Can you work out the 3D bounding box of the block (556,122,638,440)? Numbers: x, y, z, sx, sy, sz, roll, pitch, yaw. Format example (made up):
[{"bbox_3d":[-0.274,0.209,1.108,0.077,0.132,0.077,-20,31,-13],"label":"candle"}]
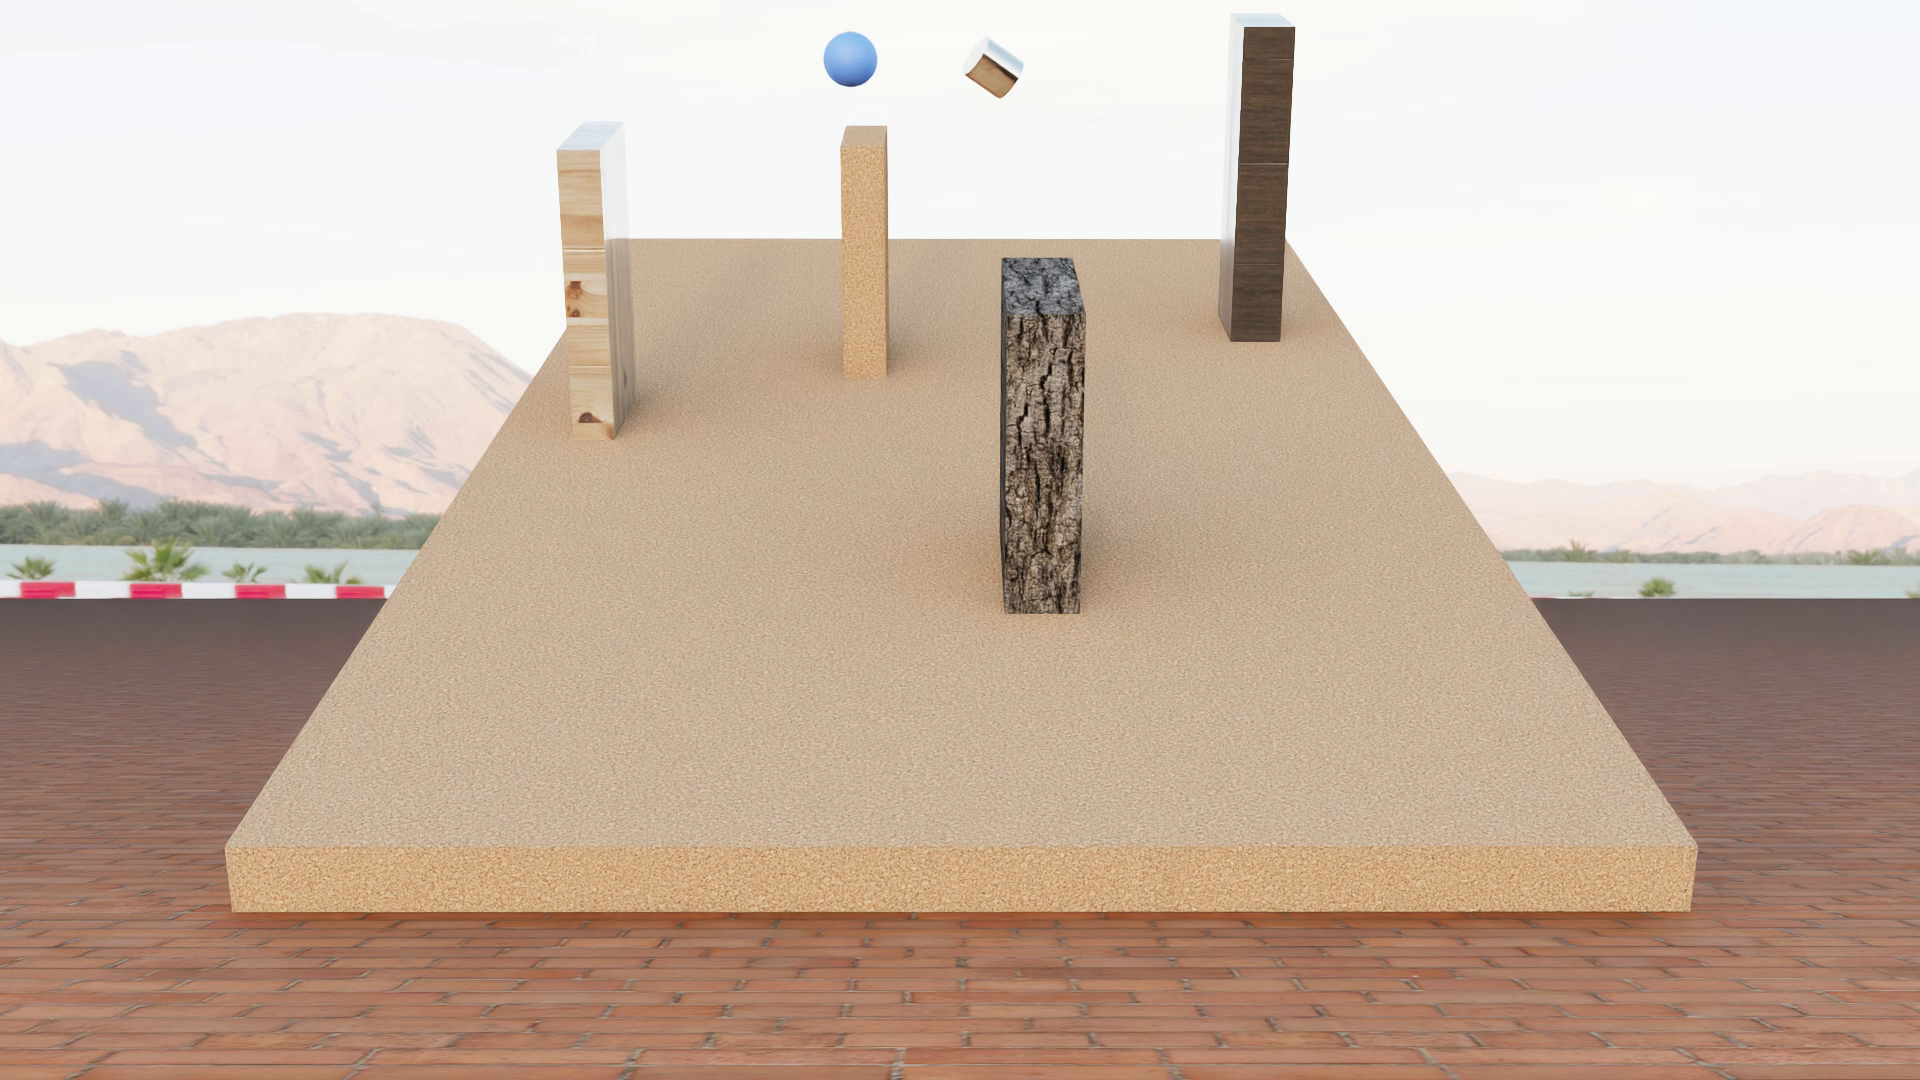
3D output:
[{"bbox_3d":[-0.787,-0.571,4.923,0.089,0.623,0.372,0,19,0],"label":"block"}]

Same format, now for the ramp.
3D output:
[{"bbox_3d":[-0.005,-0.202,4.967,2.000,0.100,4.000,0,19,0],"label":"ramp"}]

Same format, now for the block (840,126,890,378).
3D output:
[{"bbox_3d":[-0.224,-0.690,5.381,0.100,0.545,0.306,0,19,0],"label":"block"}]

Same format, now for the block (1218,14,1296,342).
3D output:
[{"bbox_3d":[0.740,-0.909,5.661,0.125,0.775,0.285,0,19,0],"label":"block"}]

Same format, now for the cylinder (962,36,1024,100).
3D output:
[{"bbox_3d":[0.094,-1.346,6.438,0.127,0.127,0.127,31,-14,-21],"label":"cylinder"}]

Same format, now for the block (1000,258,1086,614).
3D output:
[{"bbox_3d":[0.141,-0.194,4.002,0.130,0.528,0.435,0,19,0],"label":"block"}]

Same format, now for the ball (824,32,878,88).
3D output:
[{"bbox_3d":[-0.309,-1.359,6.382,0.155,0.155,0.155,0,-1,0],"label":"ball"}]
